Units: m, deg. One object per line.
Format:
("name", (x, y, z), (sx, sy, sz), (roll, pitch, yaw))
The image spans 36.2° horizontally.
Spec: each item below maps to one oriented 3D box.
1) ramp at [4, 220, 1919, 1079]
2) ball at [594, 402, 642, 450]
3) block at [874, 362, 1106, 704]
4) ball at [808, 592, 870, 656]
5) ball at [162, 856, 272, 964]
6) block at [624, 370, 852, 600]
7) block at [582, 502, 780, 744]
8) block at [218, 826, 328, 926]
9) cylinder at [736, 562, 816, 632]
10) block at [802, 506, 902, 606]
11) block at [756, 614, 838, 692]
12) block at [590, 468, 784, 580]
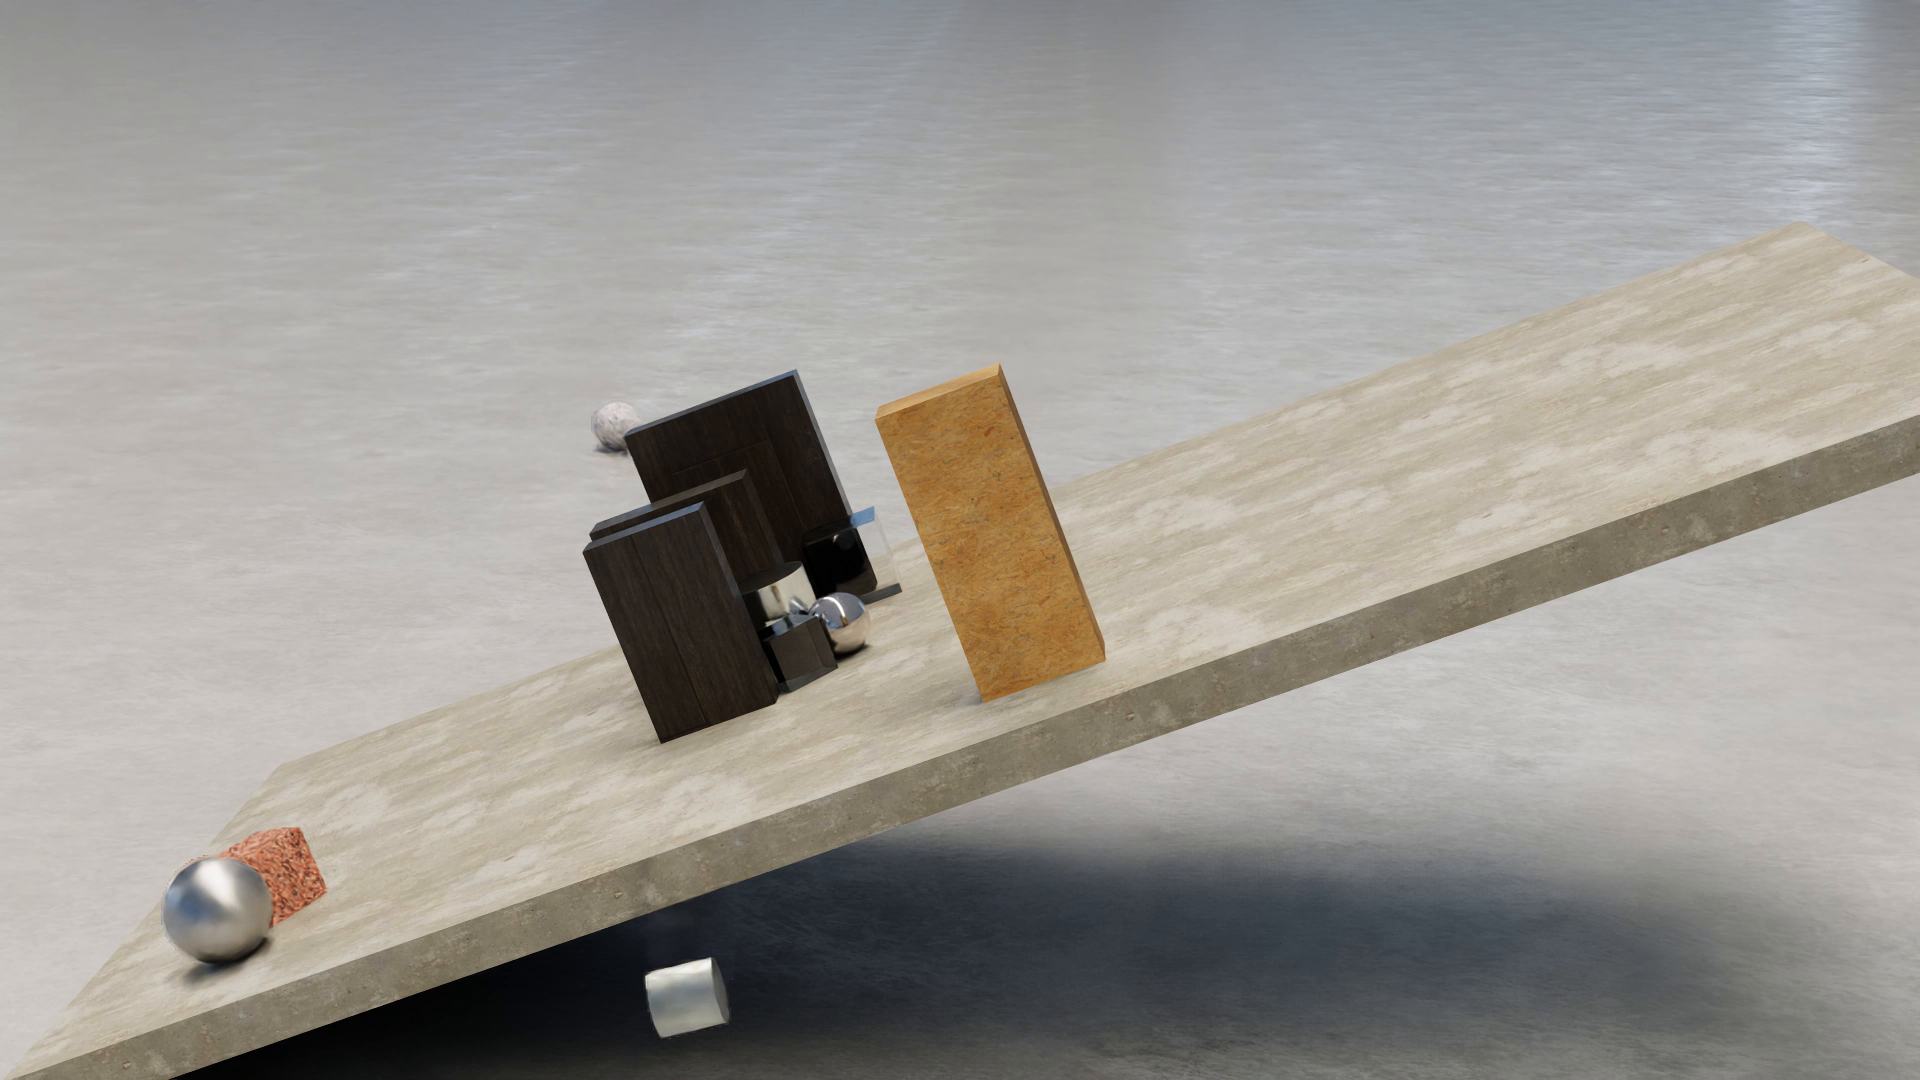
("ramp", (0.117, 0.176, 6.296), (4.000, 0.100, 2.000), (-20, 12, 7))
("ball", (-1.390, -0.464, 11.938), (0.197, 0.197, 0.197), (0, 13, 0))
("block", (0.060, -0.013, 5.551), (0.244, 0.581, 0.132), (-20, 12, 7))
("ball", (-0.262, 0.181, 6.340), (0.140, 0.140, 0.140), (0, 13, 0))
("ball", (-1.454, 0.725, 5.766), (0.209, 0.209, 0.209), (0, 13, 0))
("block", (-0.492, -0.078, 6.949), (0.427, 0.533, 0.083), (-20, 12, 7))
("block", (-0.583, 0.174, 6.177), (0.262, 0.442, 0.085), (-20, 12, 7))
("block", (-1.419, 0.691, 6.009), (0.150, 0.150, 0.150), (-10, 16, 42))
("cylinder", (-0.402, 0.179, 6.441), (0.202, 0.202, 0.202), (-20, 11, 4))
("block", (-0.250, 0.051, 6.821), (0.179, 0.179, 0.179), (-21, 11, 2))
("block", (-0.360, 0.242, 6.276), (0.124, 0.124, 0.124), (-28, 13, -26))
("block", (-0.577, 0.100, 6.592), (0.366, 0.409, 0.110), (-20, 12, 7))
